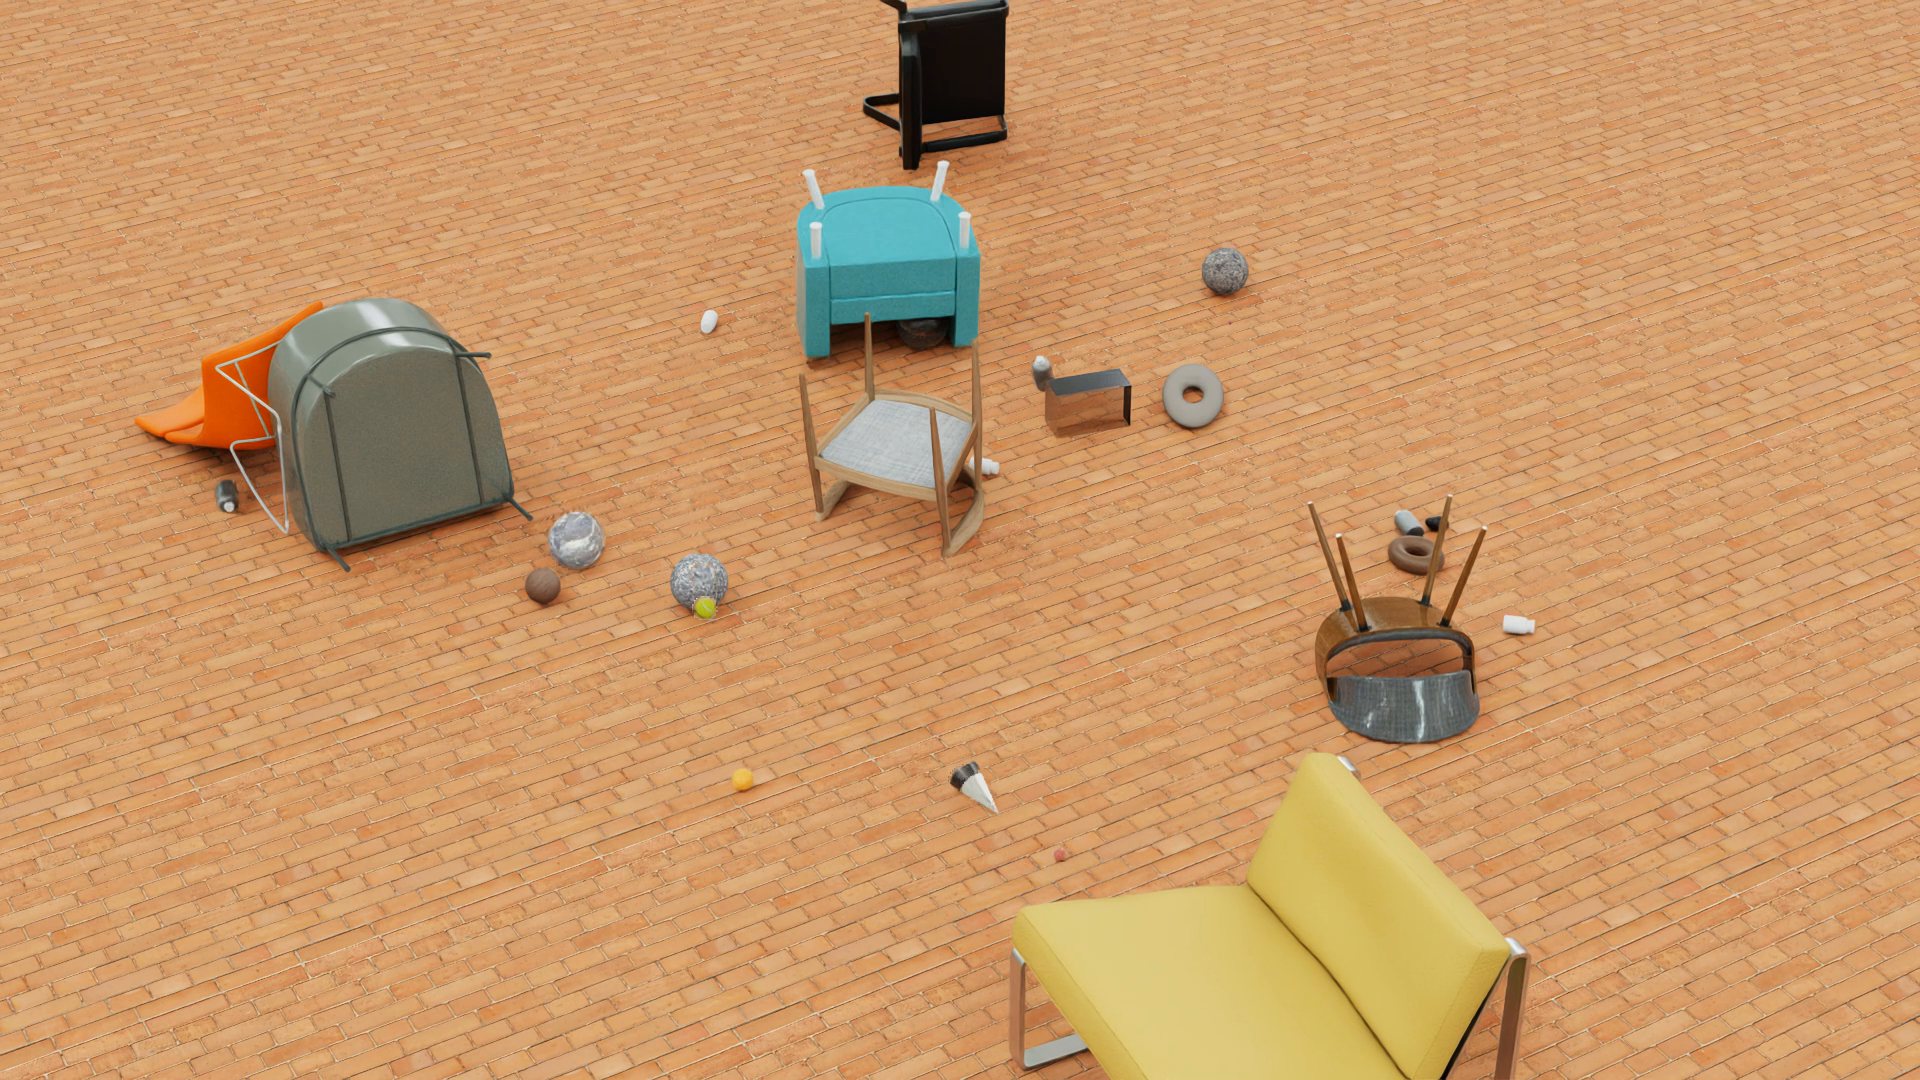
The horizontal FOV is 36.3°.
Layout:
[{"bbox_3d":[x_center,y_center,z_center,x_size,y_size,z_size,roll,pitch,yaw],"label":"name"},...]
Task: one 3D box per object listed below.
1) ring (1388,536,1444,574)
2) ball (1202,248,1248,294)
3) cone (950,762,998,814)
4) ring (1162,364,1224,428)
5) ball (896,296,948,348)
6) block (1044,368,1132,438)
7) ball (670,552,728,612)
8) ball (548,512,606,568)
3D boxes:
[{"bbox_3d":[1.680,0.055,10.800,0.223,0.068,0.187,29,44,35],"label":"ring"},{"bbox_3d":[1.130,-1.147,12.501,0.203,0.203,0.203,0,33,0],"label":"ball"},{"bbox_3d":[0.072,0.836,9.626,0.126,0.110,0.191,2,39,-53],"label":"cone"},{"bbox_3d":[0.935,-0.581,11.770,0.248,0.063,0.487,2,33,4],"label":"ring"},{"bbox_3d":[-0.153,-0.898,12.112,0.215,0.215,0.215,0,33,0],"label":"ball"},{"bbox_3d":[0.506,-0.540,11.591,0.310,0.190,0.140,-10,35,-15],"label":"block"},{"bbox_3d":[-0.937,0.151,10.525,0.210,0.210,0.210,0,33,0],"label":"ball"},{"bbox_3d":[-1.405,0.000,10.758,0.205,0.205,0.205,0,33,0],"label":"ball"}]
